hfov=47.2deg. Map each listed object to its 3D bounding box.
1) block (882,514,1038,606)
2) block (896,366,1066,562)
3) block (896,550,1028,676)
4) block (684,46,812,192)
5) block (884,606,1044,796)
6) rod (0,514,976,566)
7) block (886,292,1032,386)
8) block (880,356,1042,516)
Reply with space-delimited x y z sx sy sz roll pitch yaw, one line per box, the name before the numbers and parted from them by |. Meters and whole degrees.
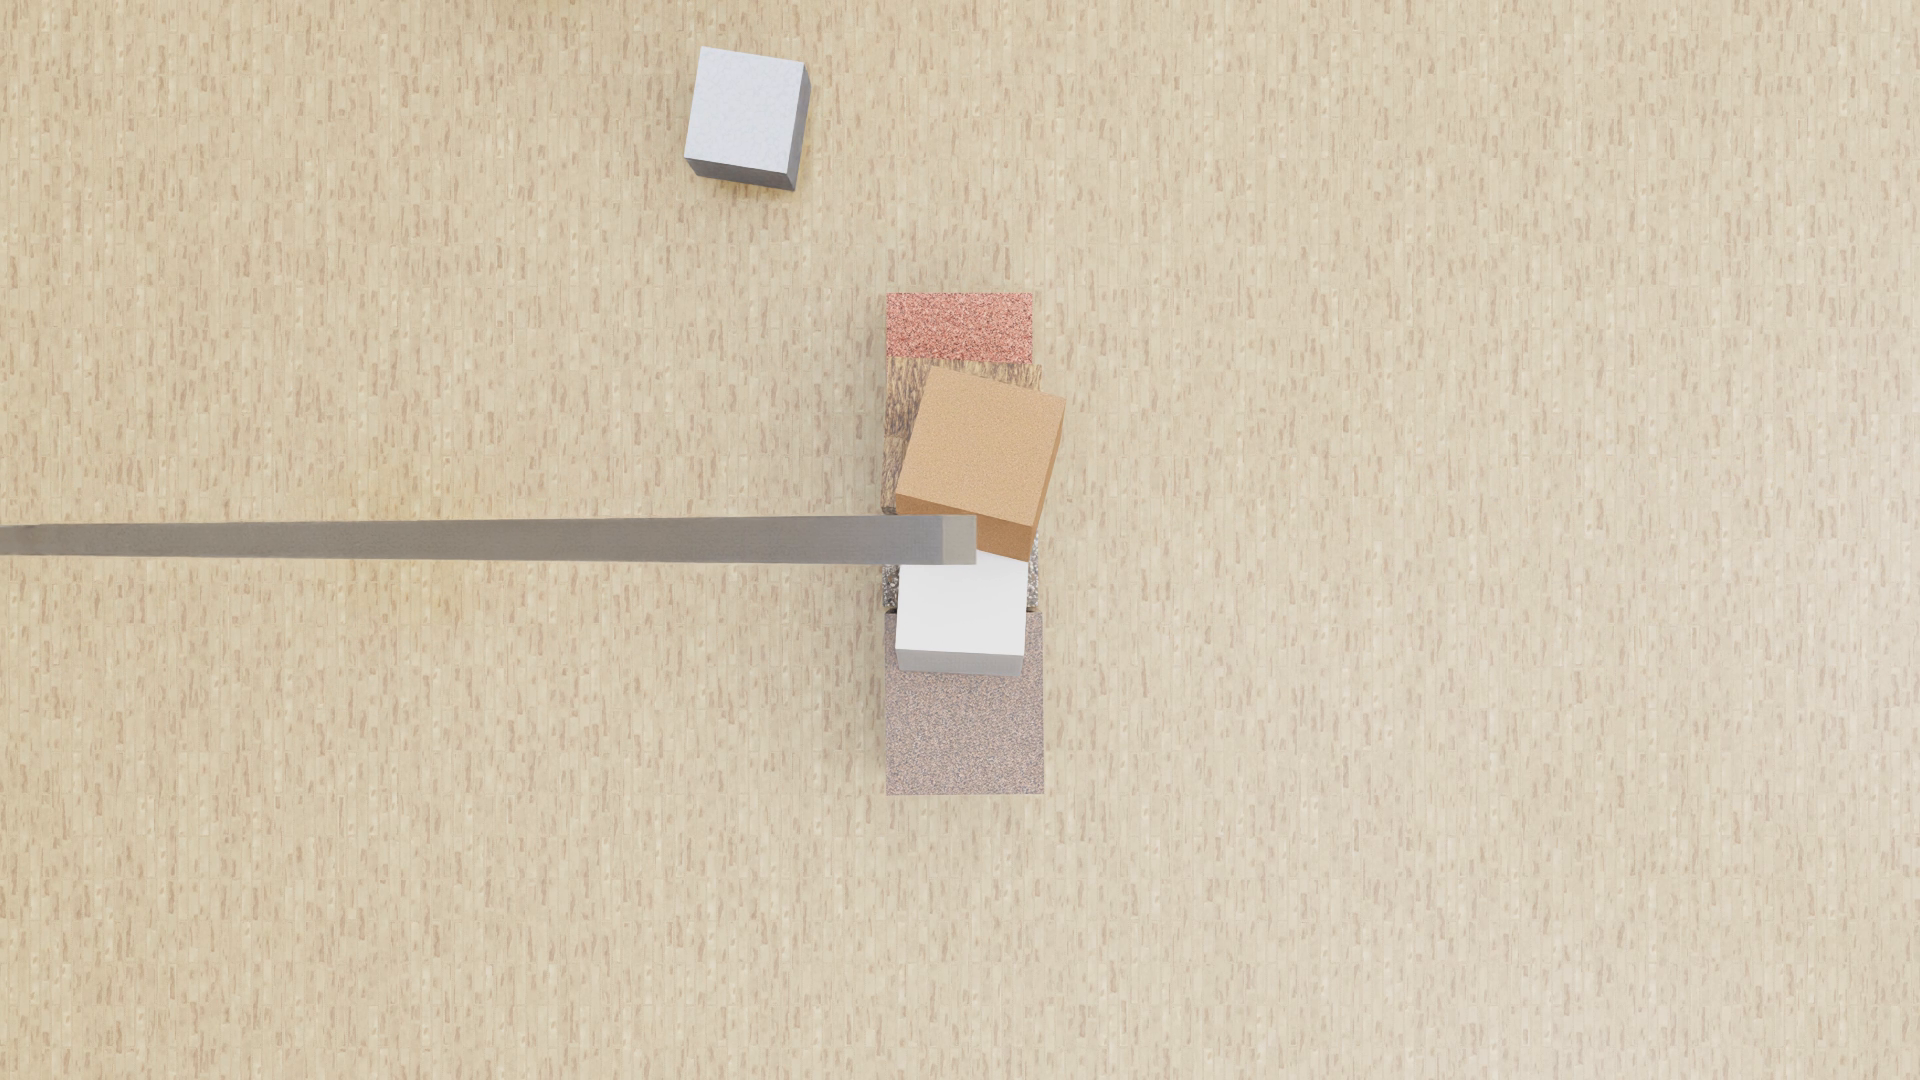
block | 0.002 -0.051 12.582 0.862 0.836 0.839 0 90 0
block | 0.104 -0.378 11.118 0.693 0.587 0.695 14 73 4
block | 0.019 0.273 11.646 0.656 0.743 0.766 3 78 1
block | -1.214 -2.418 12.678 0.585 0.645 0.631 9 90 0
block | 0.023 0.895 12.500 0.862 1.001 0.991 -1 90 0
rod | -1.917 0.000 5.265 5.200 0.080 0.080 0 90 43
block | -0.002 -0.925 12.595 0.808 0.809 0.890 0 90 0
block | 0.006 -0.527 11.841 0.806 0.649 0.792 3 86 0
